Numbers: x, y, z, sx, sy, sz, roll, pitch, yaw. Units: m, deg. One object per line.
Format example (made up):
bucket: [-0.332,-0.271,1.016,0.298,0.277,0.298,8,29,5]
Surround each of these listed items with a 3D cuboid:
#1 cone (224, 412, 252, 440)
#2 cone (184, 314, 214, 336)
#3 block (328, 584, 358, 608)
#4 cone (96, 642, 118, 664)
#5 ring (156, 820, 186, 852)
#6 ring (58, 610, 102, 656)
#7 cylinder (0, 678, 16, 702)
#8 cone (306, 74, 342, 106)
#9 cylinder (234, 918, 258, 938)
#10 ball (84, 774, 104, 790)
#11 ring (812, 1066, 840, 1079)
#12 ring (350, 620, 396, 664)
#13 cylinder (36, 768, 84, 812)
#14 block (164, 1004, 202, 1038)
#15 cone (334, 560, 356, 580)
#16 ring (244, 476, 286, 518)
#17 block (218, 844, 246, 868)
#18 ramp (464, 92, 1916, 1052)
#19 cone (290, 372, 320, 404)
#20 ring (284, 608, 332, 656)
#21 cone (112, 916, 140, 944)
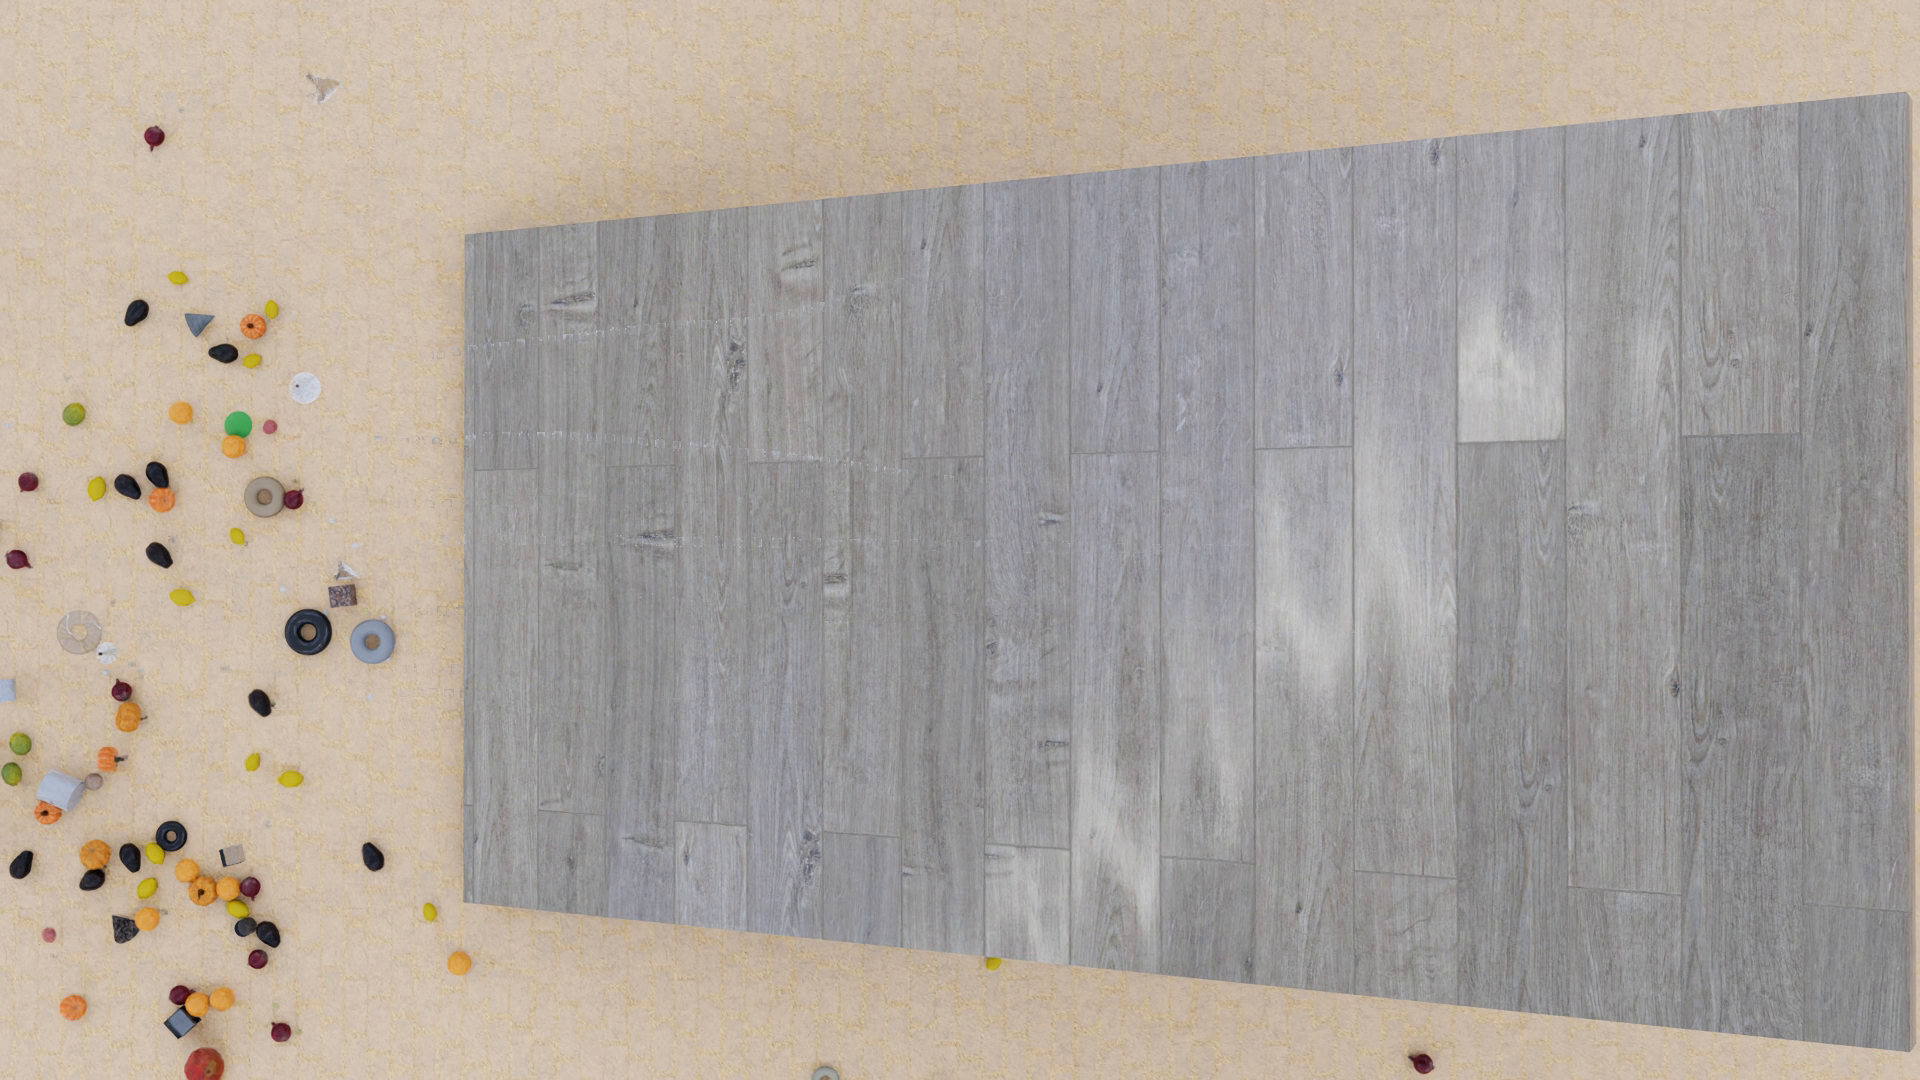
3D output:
cone: [-2.191,-0.349,6.634,0.085,0.085,0.085,0,89,0]
cone: [-2.293,-0.665,6.662,0.079,0.079,0.079,-28,89,-27]
block: [-1.864,0.169,6.639,0.064,0.064,0.064,-7,89,0]
cone: [-2.588,0.343,6.636,0.067,0.067,0.067,0,89,0]
ring: [-2.384,0.896,6.649,0.094,0.031,0.094,0,89,-1]
ring: [-2.661,0.280,6.648,0.137,0.046,0.137,0,88,0]
cylinder: [-2.888,0.455,6.635,0.066,0.066,0.066,-9,92,0]
cone: [-1.915,-1.376,6.665,0.096,0.096,0.096,-20,89,-27]
cylinder: [-2.155,1.168,6.636,0.052,0.052,0.052,0,89,0]
ball: [-2.615,0.731,6.639,0.054,0.054,0.054,0,89,0]
ring: [-0.406,1.633,6.643,0.086,0.029,0.086,0,91,0]
ring: [-1.776,0.307,6.647,0.137,0.046,0.137,0,89,1]
cylinder: [-2.705,0.753,6.617,0.098,0.098,0.098,23,89,0]
block: [-2.342,1.451,6.626,0.066,0.066,0.066,-43,90,0]
cone: [-1.853,0.101,6.657,0.067,0.067,0.067,19,89,-26]
ring: [-2.103,-0.130,6.654,0.126,0.042,0.126,0,91,-1]
block: [-2.196,0.952,6.637,0.053,0.053,0.053,-14,89,0]
ramp: [0.269,0.074,5.625,4.000,0.100,2.000,0,89,30]
cone: [-1.989,-0.462,6.629,0.096,0.096,0.096,0,89,0]
ring: [-1.970,0.278,6.647,0.143,0.048,0.143,0,90,-1]
cone: [-2.539,1.158,6.643,0.086,0.086,0.086,36,90,27]
